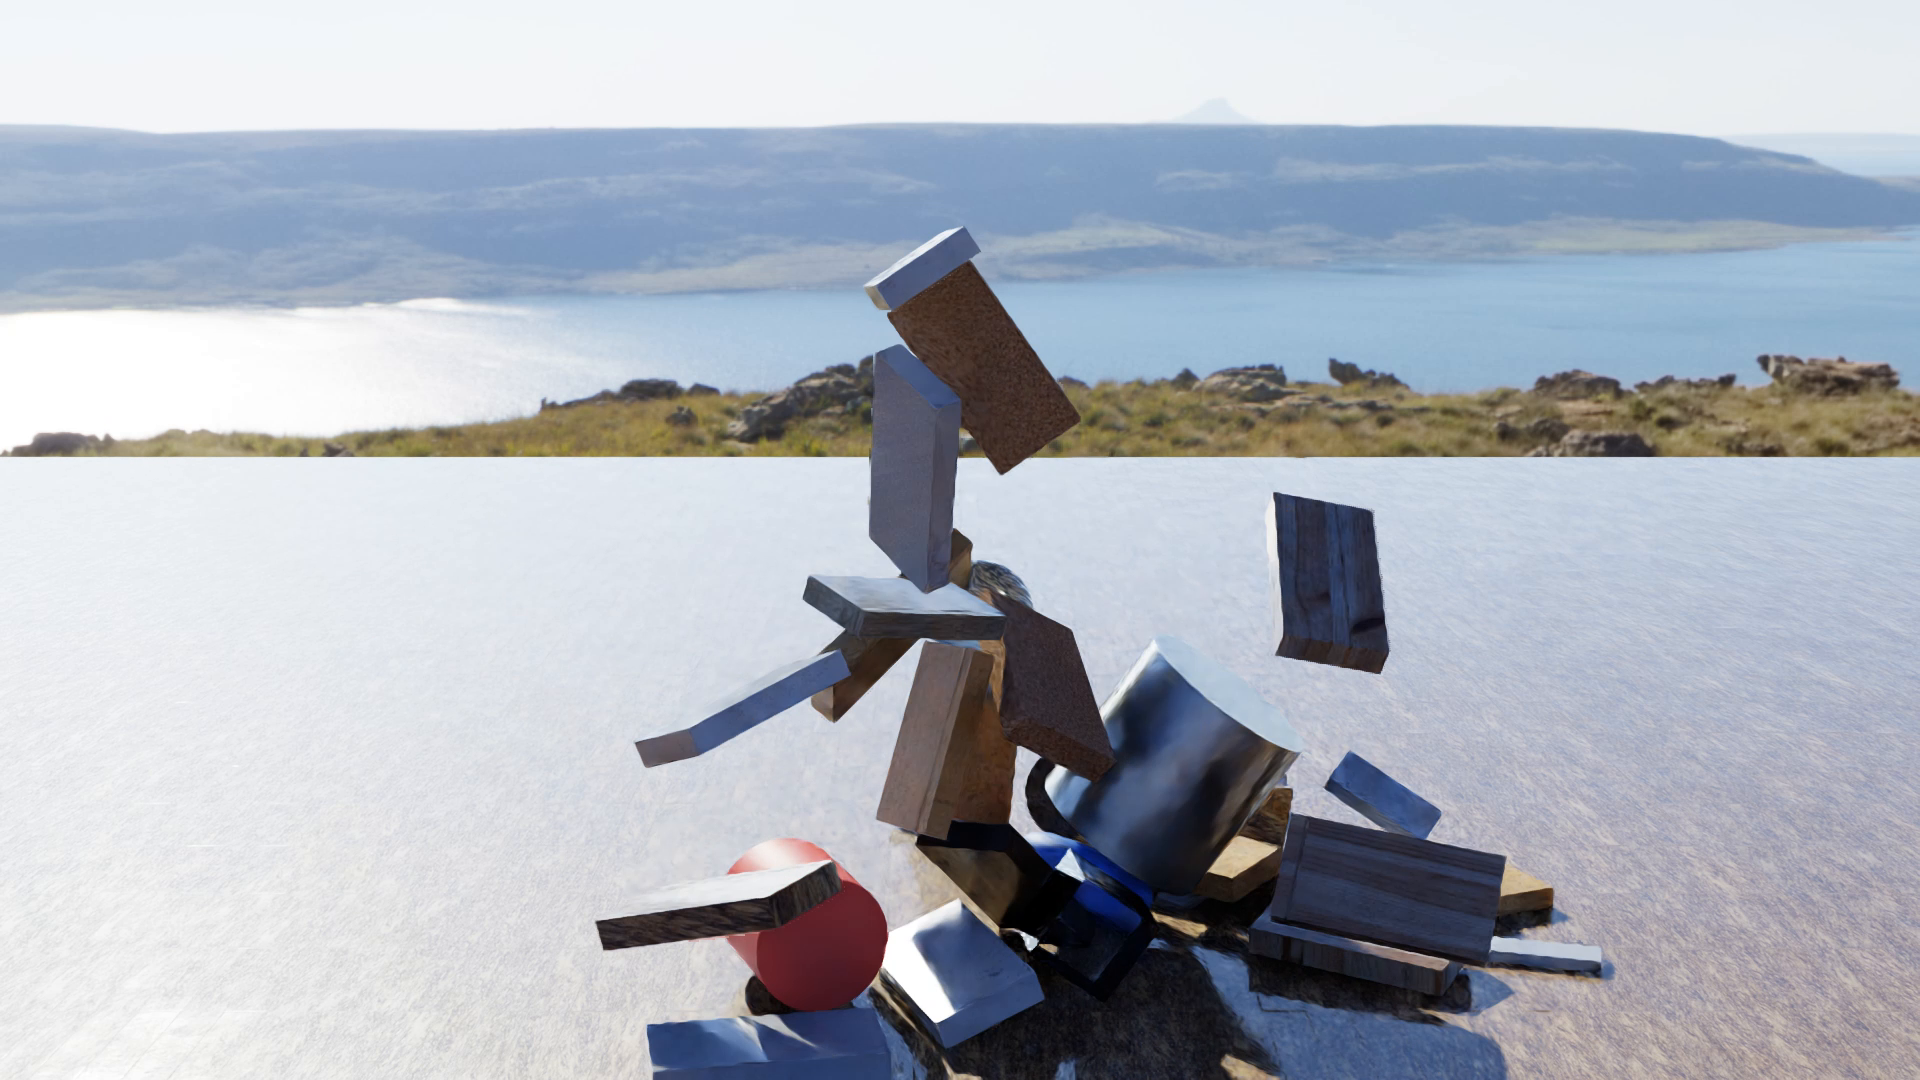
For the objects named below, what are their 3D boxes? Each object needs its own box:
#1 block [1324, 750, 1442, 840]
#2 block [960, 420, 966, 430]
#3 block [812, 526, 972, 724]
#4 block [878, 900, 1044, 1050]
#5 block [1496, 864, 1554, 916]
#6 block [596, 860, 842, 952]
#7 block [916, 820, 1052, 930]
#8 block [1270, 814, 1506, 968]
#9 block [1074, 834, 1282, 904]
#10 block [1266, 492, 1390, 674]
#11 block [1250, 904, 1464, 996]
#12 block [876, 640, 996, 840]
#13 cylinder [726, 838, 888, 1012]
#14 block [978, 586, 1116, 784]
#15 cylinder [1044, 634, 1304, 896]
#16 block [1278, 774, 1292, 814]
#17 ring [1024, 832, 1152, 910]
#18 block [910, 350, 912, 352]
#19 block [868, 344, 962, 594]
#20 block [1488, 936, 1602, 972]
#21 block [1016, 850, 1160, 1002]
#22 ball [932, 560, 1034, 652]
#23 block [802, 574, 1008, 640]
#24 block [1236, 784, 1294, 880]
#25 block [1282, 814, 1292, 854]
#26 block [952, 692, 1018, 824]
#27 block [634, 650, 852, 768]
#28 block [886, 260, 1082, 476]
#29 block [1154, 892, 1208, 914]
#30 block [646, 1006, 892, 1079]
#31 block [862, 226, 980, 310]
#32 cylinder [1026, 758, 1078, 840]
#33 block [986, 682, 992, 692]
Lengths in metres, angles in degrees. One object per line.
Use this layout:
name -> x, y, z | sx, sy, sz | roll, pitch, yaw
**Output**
block -> 0.706, 0.434, 3.669 | 0.184, 0.026, 0.092 | 34, 40, 13
block -> 0.029, -0.203, 3.382 | 0.142, 0.071, 0.020 | 16, 14, 14
block -> -0.113, 0.140, 3.649 | 0.048, 0.171, 0.341 | 38, 67, 17
block -> -0.011, 0.627, 3.202 | 0.158, 0.045, 0.316 | -24, 17, -14
block -> 0.804, 0.586, 3.595 | 0.313, 0.035, 0.122 | -5, 11, -23
block -> -0.338, 0.512, 3.077 | 0.316, 0.045, 0.158 | -14, 4, 33
block -> 0.069, 0.519, 3.373 | 0.152, 0.043, 0.304 | 0, -32, 30
block -> 0.606, 0.495, 3.113 | 0.304, 0.152, 0.043 | 10, -20, 16
block -> 0.366, 0.530, 3.710 | 0.315, 0.045, 0.157 | 9, 18, 38
block -> 0.593, 0.066, 3.570 | 0.171, 0.048, 0.341 | 10, 42, -5
block -> 0.613, 0.611, 3.360 | 0.304, 0.043, 0.152 | 8, 20, 29
block -> -0.038, 0.298, 3.301 | 0.040, 0.282, 0.141 | 19, -7, -32
cylinder -> -0.234, 0.566, 3.253 | 0.200, 0.200, 0.200 | -4, 11, -22
block -> 0.123, 0.217, 3.364 | 0.171, 0.048, 0.341 | 28, 24, -25
cylinder -> 0.340, 0.356, 3.500 | 0.294, 0.294, 0.294 | 34, 12, -9
block -> 0.563, 0.428, 4.004 | 0.026, 0.092, 0.184 | -16, -38, 17
ring -> 0.195, 0.538, 3.510 | 0.238, 0.079, 0.238 | 23, -13, 6
block -> -0.057, -0.289, 3.438 | 0.071, 0.020, 0.142 | -40, 11, 13
block -> -0.067, -0.098, 3.150 | 0.042, 0.350, 0.148 | -24, 50, -27
block -> 0.804, 0.631, 3.401 | 0.361, 0.018, 0.063 | 3, 11, 16
block -> 0.188, 0.569, 3.254 | 0.137, 0.137, 0.137 | 35, 5, -12
ball -> 0.035, 0.134, 3.980 | 0.197, 0.197, 0.197 | 0, 11, 0
block -> -0.080, 0.102, 3.278 | 0.282, 0.040, 0.141 | 4, 19, -43
block -> 0.440, 0.474, 3.844 | 0.045, 0.158, 0.315 | 8, 3, -39
block -> 0.605, 0.538, 3.824 | 0.157, 0.045, 0.315 | -9, 14, -39
block -> 0.036, 0.390, 3.935 | 0.122, 0.245, 0.035 | 13, 22, 19
block -> -0.300, 0.234, 3.056 | 0.282, 0.040, 0.141 | -27, 6, -41
block -> 0.036, -0.259, 3.288 | 0.148, 0.295, 0.042 | -35, 9, 7
block -> 0.371, 0.585, 3.625 | 0.054, 0.015, 0.108 | 14, 19, 33
block -> -0.261, 0.696, 2.977 | 0.316, 0.045, 0.158 | -2, 11, -11
block -> -0.059, -0.390, 3.171 | 0.148, 0.042, 0.295 | -34, 9, -1
cylinder -> 0.234, 0.440, 3.974 | 0.182, 0.182, 0.182 | 4, 11, 21
block -> -0.008, 0.338, 4.062 | 0.122, 0.245, 0.035 | 31, 22, 26
